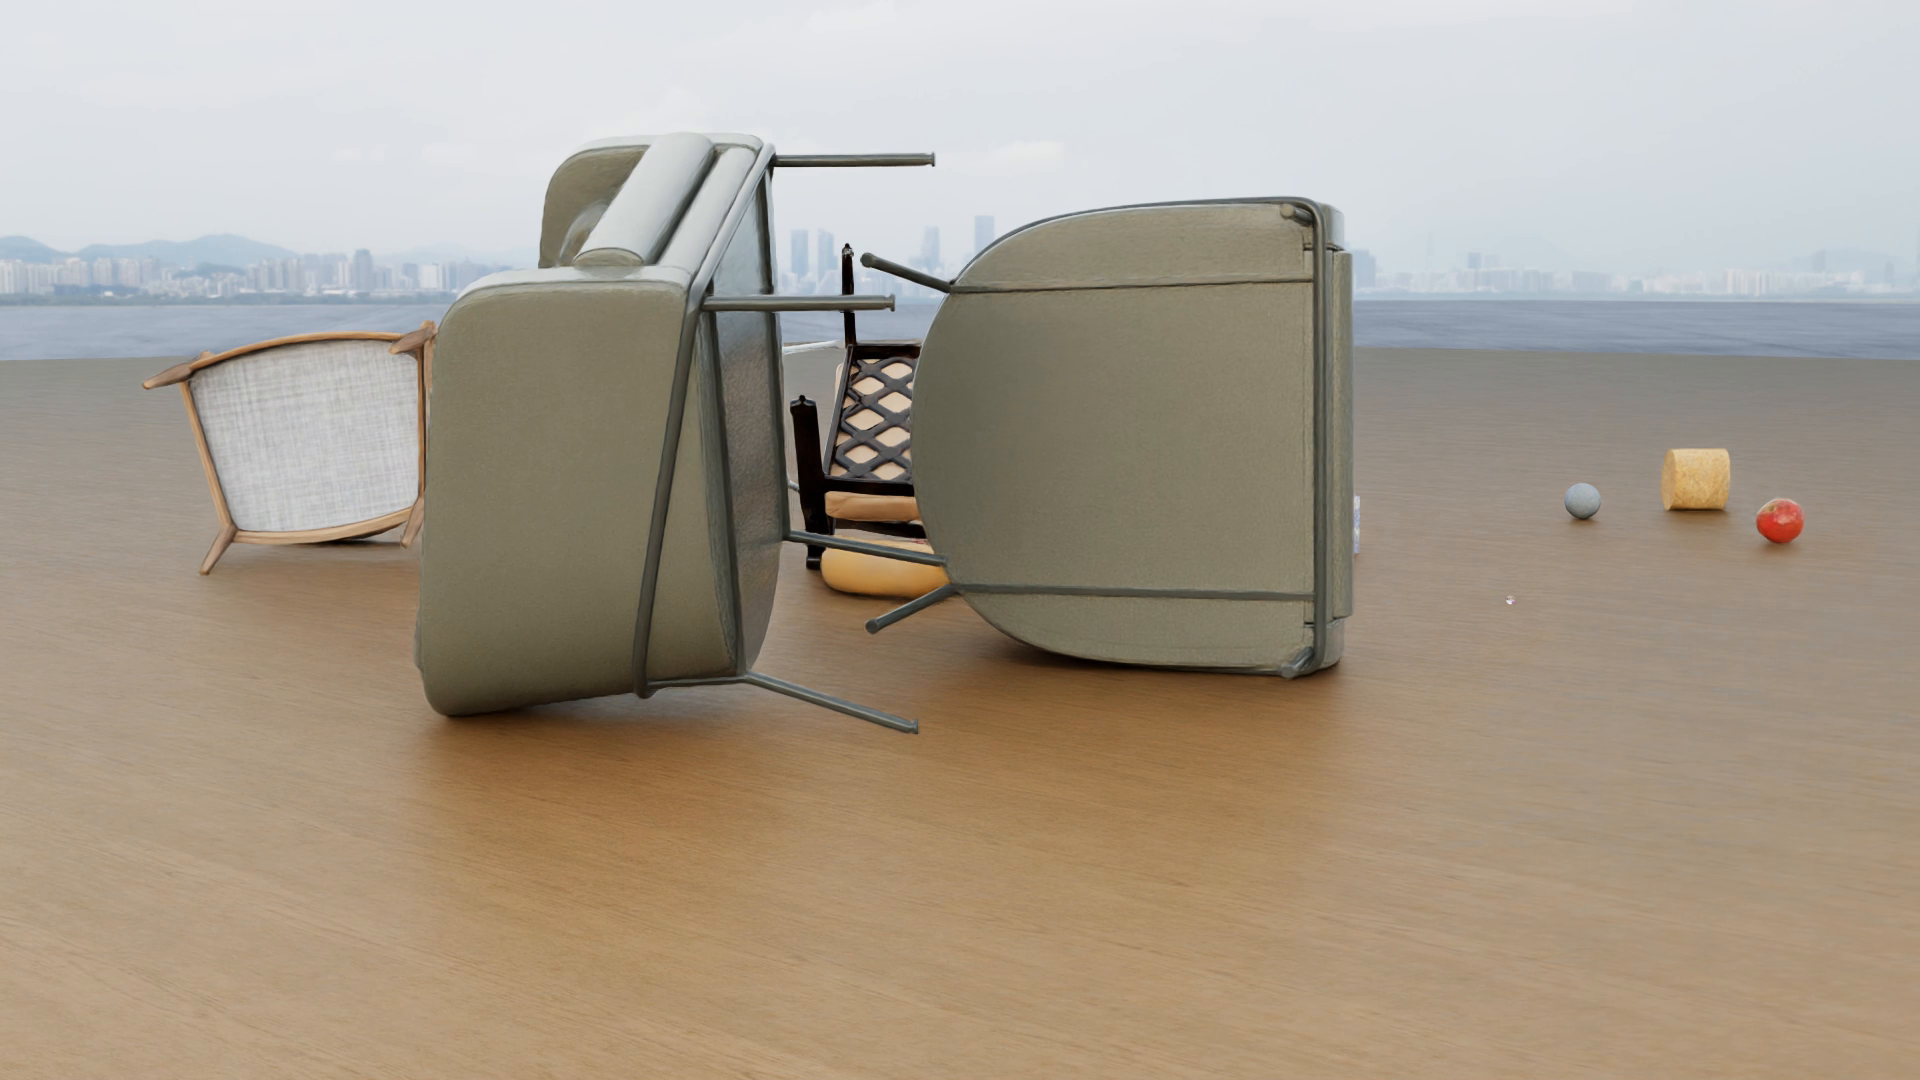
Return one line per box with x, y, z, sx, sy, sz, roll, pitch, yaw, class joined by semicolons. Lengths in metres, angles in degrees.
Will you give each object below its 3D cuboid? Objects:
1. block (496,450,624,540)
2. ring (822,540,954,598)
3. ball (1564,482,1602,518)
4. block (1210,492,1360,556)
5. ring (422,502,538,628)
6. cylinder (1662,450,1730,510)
-1.019;-0.117;6.548;0.231;0.205;0.233;-5;8;-43;block
-0.152;0.059;5.314;0.334;0.108;0.172;5;3;39;ring
1.692;-0.106;6.972;0.097;0.097;0.097;0;6;0;ball
0.774;-0.039;6.129;0.328;0.136;0.136;-1;6;-12;block
-0.899;0.047;4.808;0.167;0.238;0.243;9;-1;-30;ring
2.073;-0.170;7.231;0.158;0.172;0.103;-1;13;-7;cylinder
